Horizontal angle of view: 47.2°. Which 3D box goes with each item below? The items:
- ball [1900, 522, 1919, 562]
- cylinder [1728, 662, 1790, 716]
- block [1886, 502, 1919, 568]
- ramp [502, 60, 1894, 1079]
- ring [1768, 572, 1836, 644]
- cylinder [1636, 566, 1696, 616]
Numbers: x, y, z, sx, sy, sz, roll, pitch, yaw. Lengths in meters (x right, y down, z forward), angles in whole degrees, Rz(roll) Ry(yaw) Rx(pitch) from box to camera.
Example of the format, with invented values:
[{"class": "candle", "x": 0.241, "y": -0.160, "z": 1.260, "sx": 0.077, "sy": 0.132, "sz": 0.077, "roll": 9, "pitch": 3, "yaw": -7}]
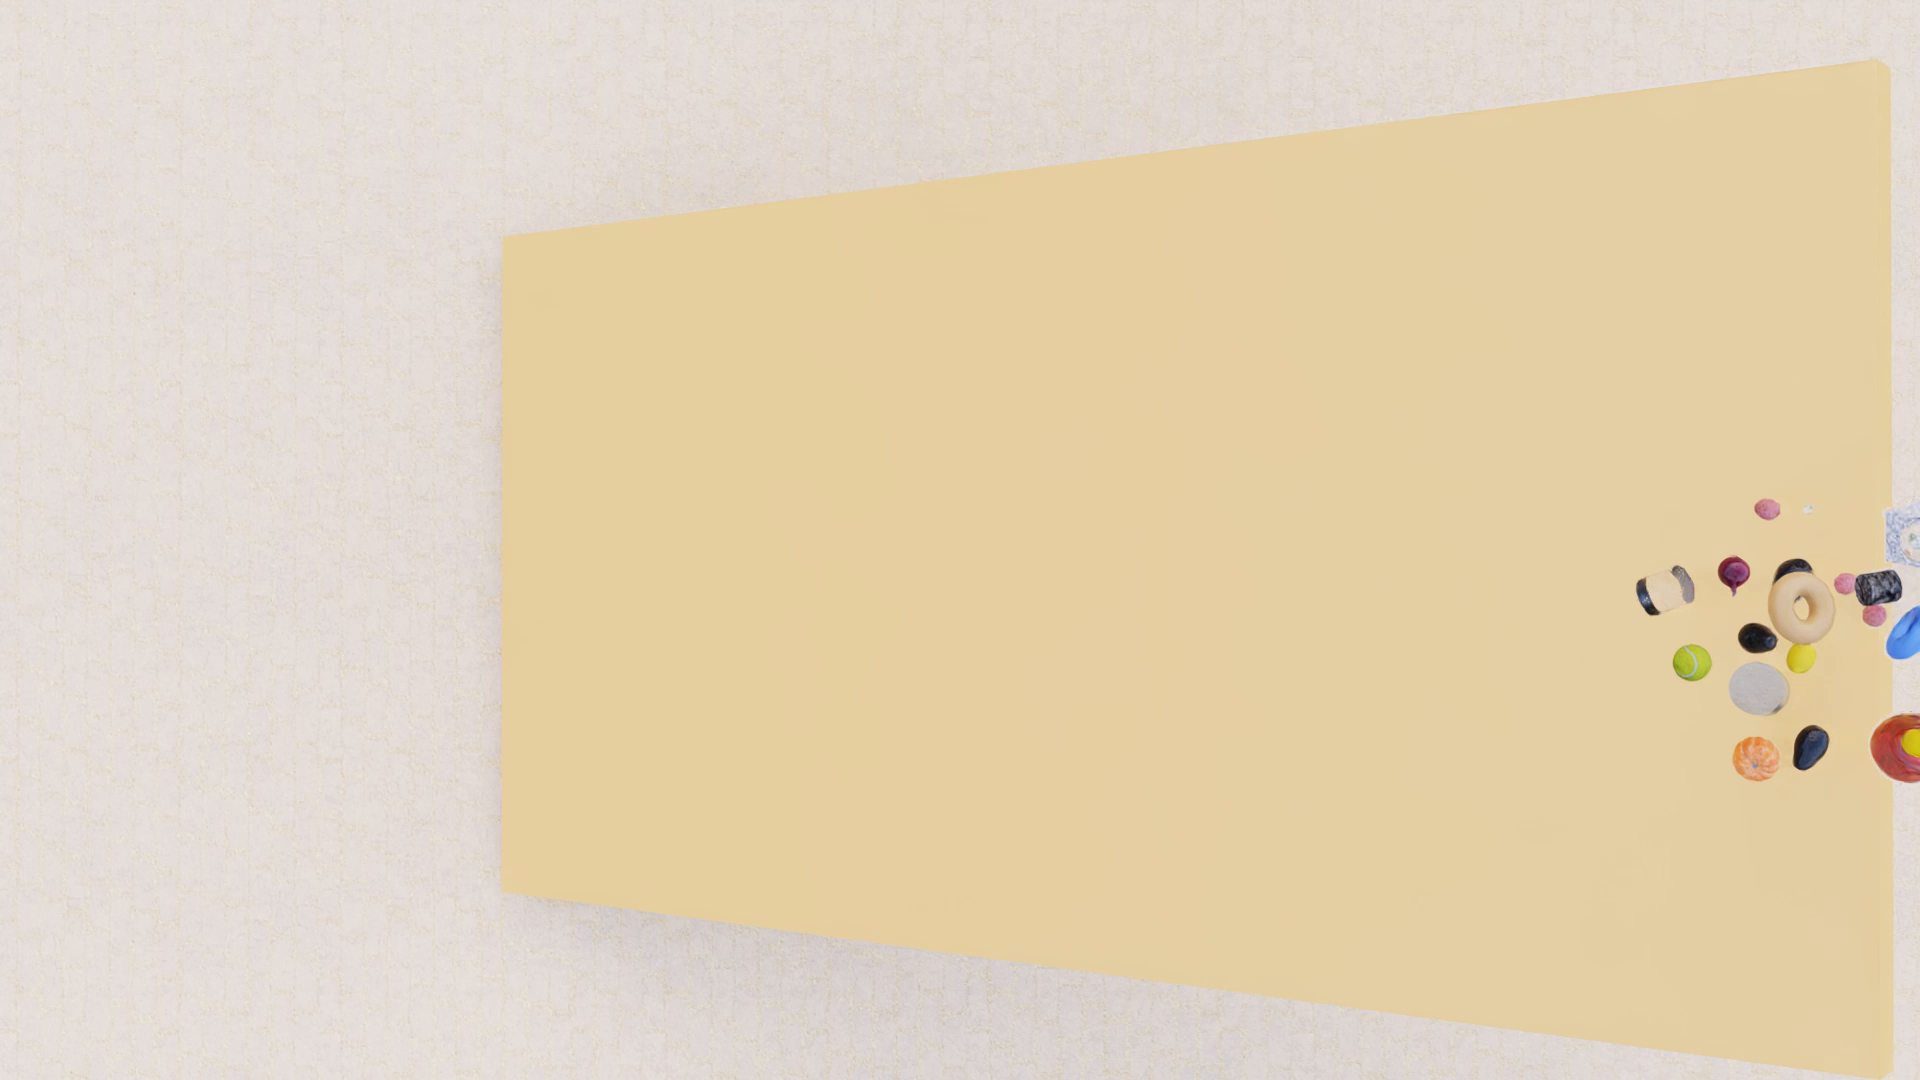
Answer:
[{"class": "ball", "x": 1.311, "y": 0.003, "z": 2.997, "sx": 0.055, "sy": 0.055, "sz": 0.055, "roll": 0, "pitch": 90, "yaw": 0}, {"class": "cylinder", "x": 1.421, "y": 0.266, "z": 3.907, "sx": 0.093, "sy": 0.093, "sz": 0.093, "roll": -4, "pitch": 82, "yaw": 26}, {"class": "block", "x": 1.420, "y": -0.008, "z": 3.234, "sx": 0.076, "sy": 0.076, "sz": 0.076, "roll": -15, "pitch": 106, "yaw": -22}, {"class": "ramp", "x": 0.232, "y": 0.065, "z": 5.550, "sx": 4.000, "sy": 0.100, "sz": 2.000, "roll": 0, "pitch": 89, "yaw": 37}, {"class": "ring", "x": 1.329, "y": 0.107, "z": 3.472, "sx": 0.117, "sy": 0.039, "sz": 0.117, "roll": 3, "pitch": 80, "yaw": -17}, {"class": "cylinder", "x": 1.328, "y": 0.095, "z": 4.138, "sx": 0.076, "sy": 0.076, "sz": 0.076, "roll": -28, "pitch": 90, "yaw": 43}]
